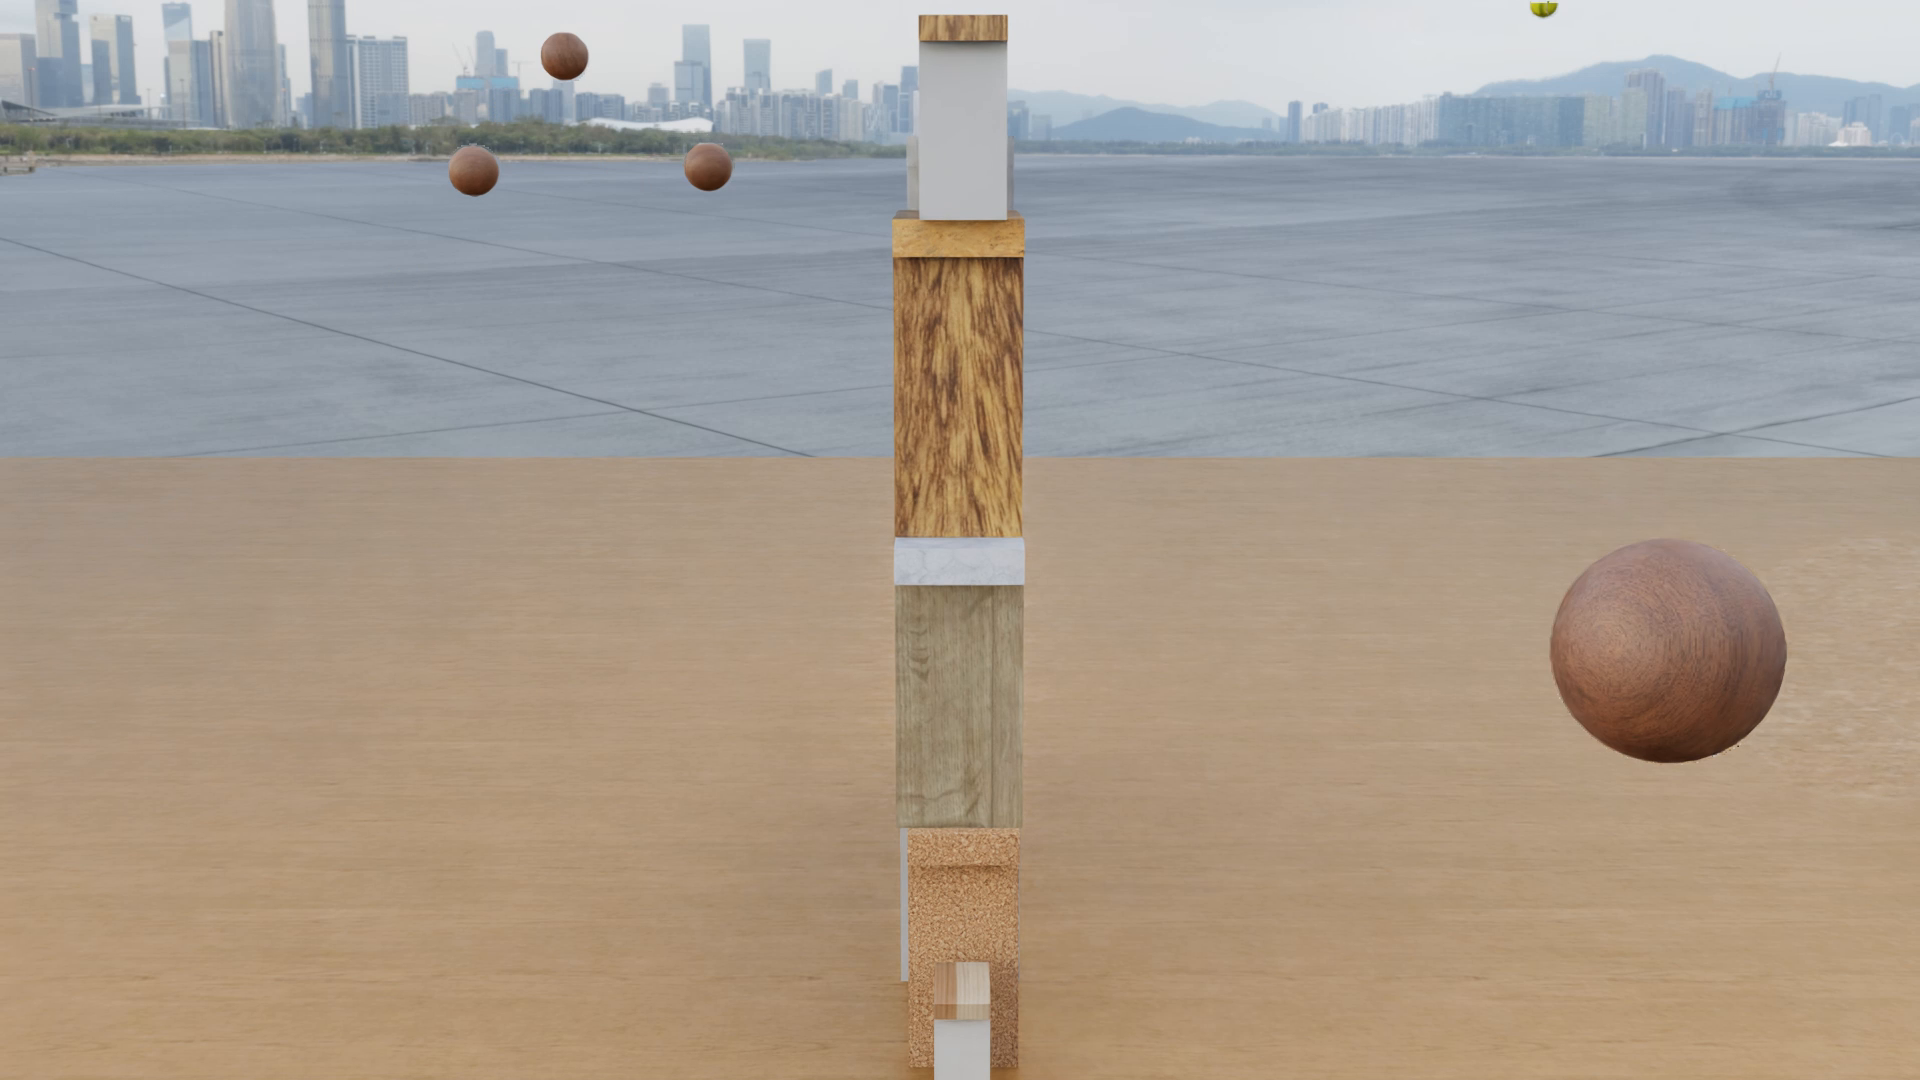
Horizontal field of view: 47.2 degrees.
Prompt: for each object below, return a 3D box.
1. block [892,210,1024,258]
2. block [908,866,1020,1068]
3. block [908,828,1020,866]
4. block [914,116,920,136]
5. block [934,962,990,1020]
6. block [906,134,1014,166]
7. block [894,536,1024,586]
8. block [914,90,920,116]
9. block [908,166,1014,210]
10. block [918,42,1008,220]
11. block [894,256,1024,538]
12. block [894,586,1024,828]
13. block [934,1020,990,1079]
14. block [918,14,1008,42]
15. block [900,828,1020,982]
[{"bbox_3d":[-0.003,-0.415,2.965,0.168,0.048,0.337,0,11,0],"label":"block"},{"bbox_3d":[0.005,0.567,2.982,0.148,0.297,0.042,0,11,0],"label":"block"},{"bbox_3d":[0.005,0.382,3.048,0.148,0.042,0.297,0,11,0],"label":"block"},{"bbox_3d":[-0.004,-0.600,3.930,0.154,0.309,0.044,0,10,0],"label":"block"},{"bbox_3d":[0.003,0.585,2.857,0.072,0.020,0.143,0,11,0],"label":"block"},{"bbox_3d":[0.000,-0.653,3.686,0.172,0.049,0.344,0,10,0],"label":"block"},{"bbox_3d":[-0.001,0.004,2.994,0.168,0.048,0.337,0,11,0],"label":"block"},{"bbox_3d":[-0.004,-0.792,3.999,0.154,0.044,0.309,0,10,0],"label":"block"},{"bbox_3d":[0.001,-0.390,3.617,0.172,0.443,0.049,0,10,0],"label":"block"},{"bbox_3d":[0.004,-0.513,2.762,0.110,0.220,0.031,0,11,0],"label":"block"},{"bbox_3d":[-0.002,-0.190,2.893,0.168,0.369,0.048,0,11,0],"label":"block"},{"bbox_3d":[-0.001,0.213,2.919,0.168,0.337,0.048,0,11,0],"label":"block"},{"bbox_3d":[0.003,0.674,2.825,0.072,0.143,0.020,0,11,0],"label":"block"},{"bbox_3d":[0.003,-0.650,2.811,0.110,0.031,0.220,0,11,0],"label":"block"},{"bbox_3d":[0.001,0.481,3.283,0.178,0.355,0.050,0,11,0],"label":"block"}]
